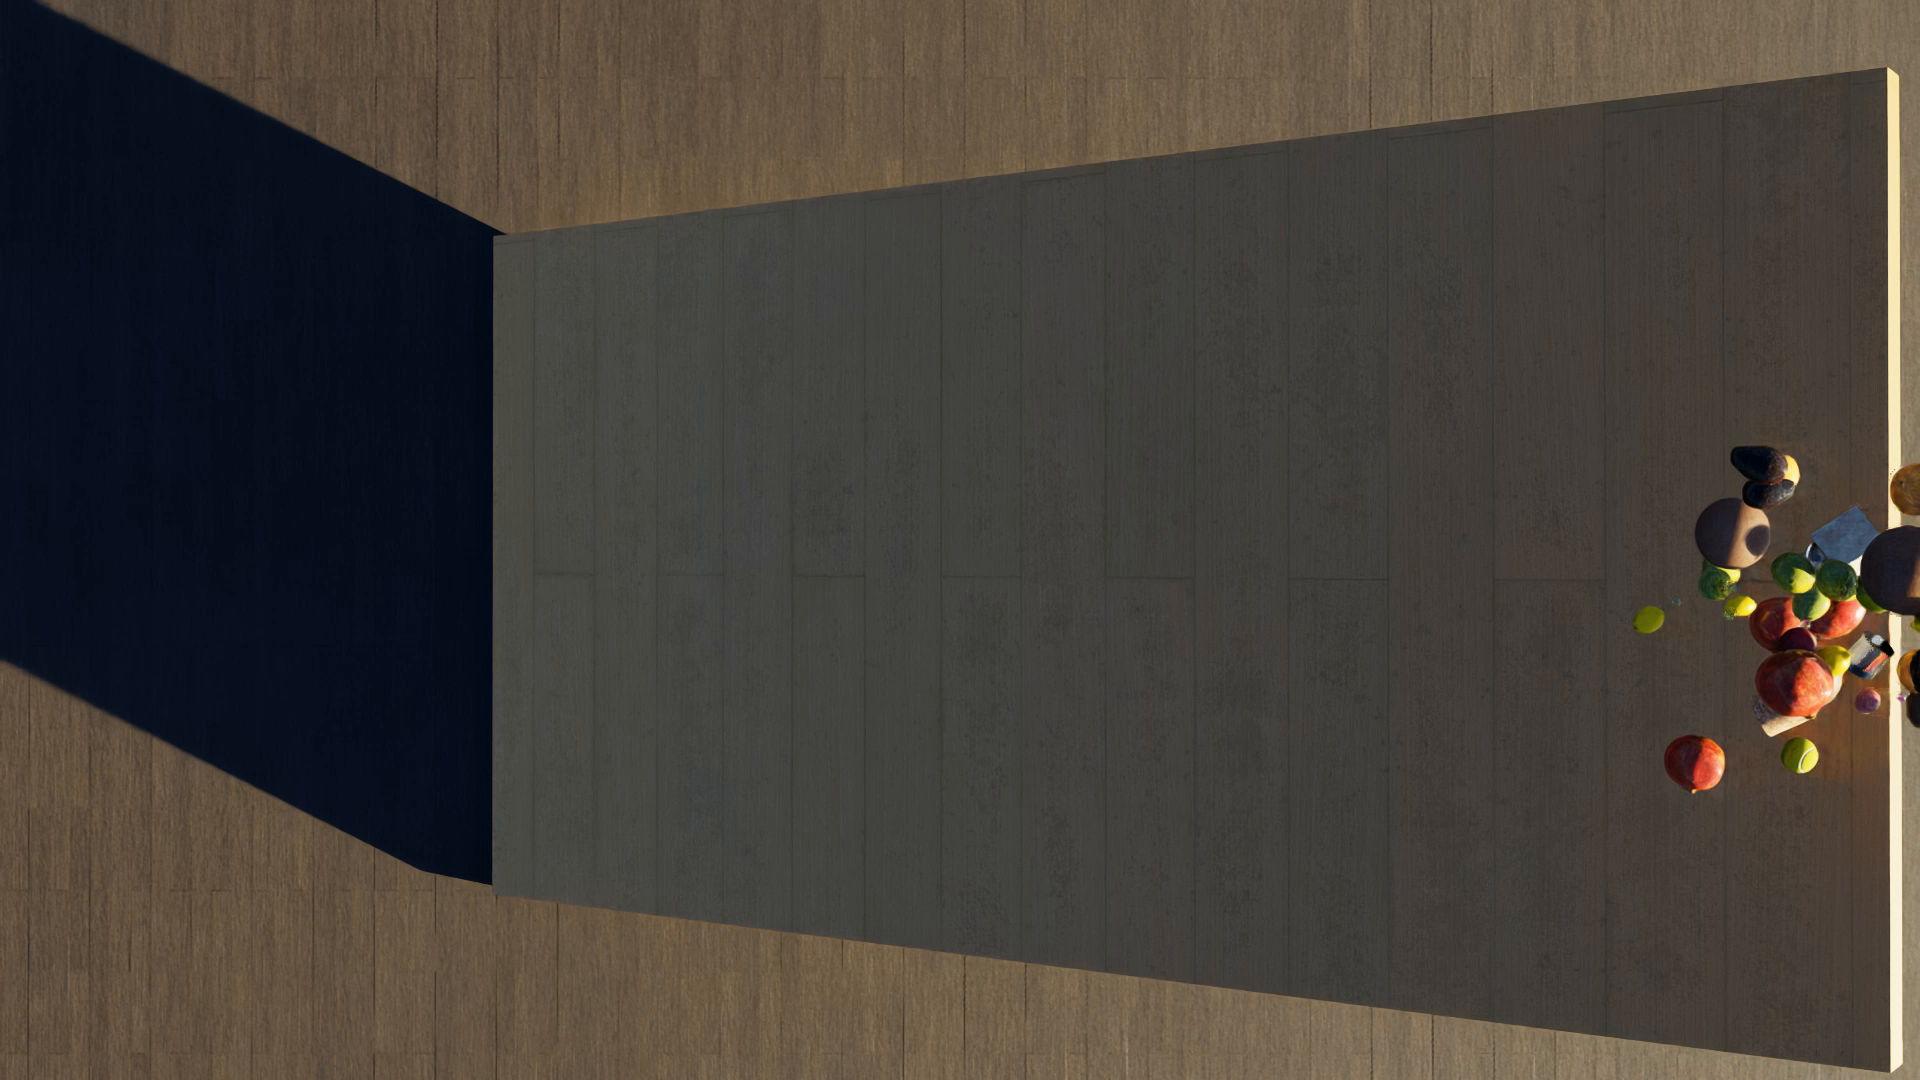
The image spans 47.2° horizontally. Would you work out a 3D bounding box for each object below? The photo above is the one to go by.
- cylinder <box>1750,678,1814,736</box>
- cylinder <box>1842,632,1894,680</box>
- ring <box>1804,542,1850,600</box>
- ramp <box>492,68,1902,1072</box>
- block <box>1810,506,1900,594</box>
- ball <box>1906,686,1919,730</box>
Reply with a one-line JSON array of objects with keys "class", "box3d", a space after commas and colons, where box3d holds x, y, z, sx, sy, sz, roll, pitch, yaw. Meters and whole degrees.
[{"class": "cylinder", "box3d": [1.535, 0.313, 4.105, 0.082, 0.082, 0.082, -31, 90, 29]}, {"class": "cylinder", "box3d": [1.585, 0.202, 3.838, 0.060, 0.060, 0.060, 29, 122, 0]}, {"class": "ring", "box3d": [1.714, 0.062, 4.344, 0.041, 0.123, 0.123, -30, 89, 42]}, {"class": "ramp", "box3d": [0.243, 0.067, 5.567, 4.000, 0.100, 2.000, 0, 89, 35]}, {"class": "block", "box3d": [1.432, 0.016, 3.518, 0.084, 0.084, 0.084, -36, 135, 15]}, {"class": "ball", "box3d": [1.662, 0.287, 3.758, 0.086, 0.086, 0.086, 0, 90, 0]}]
